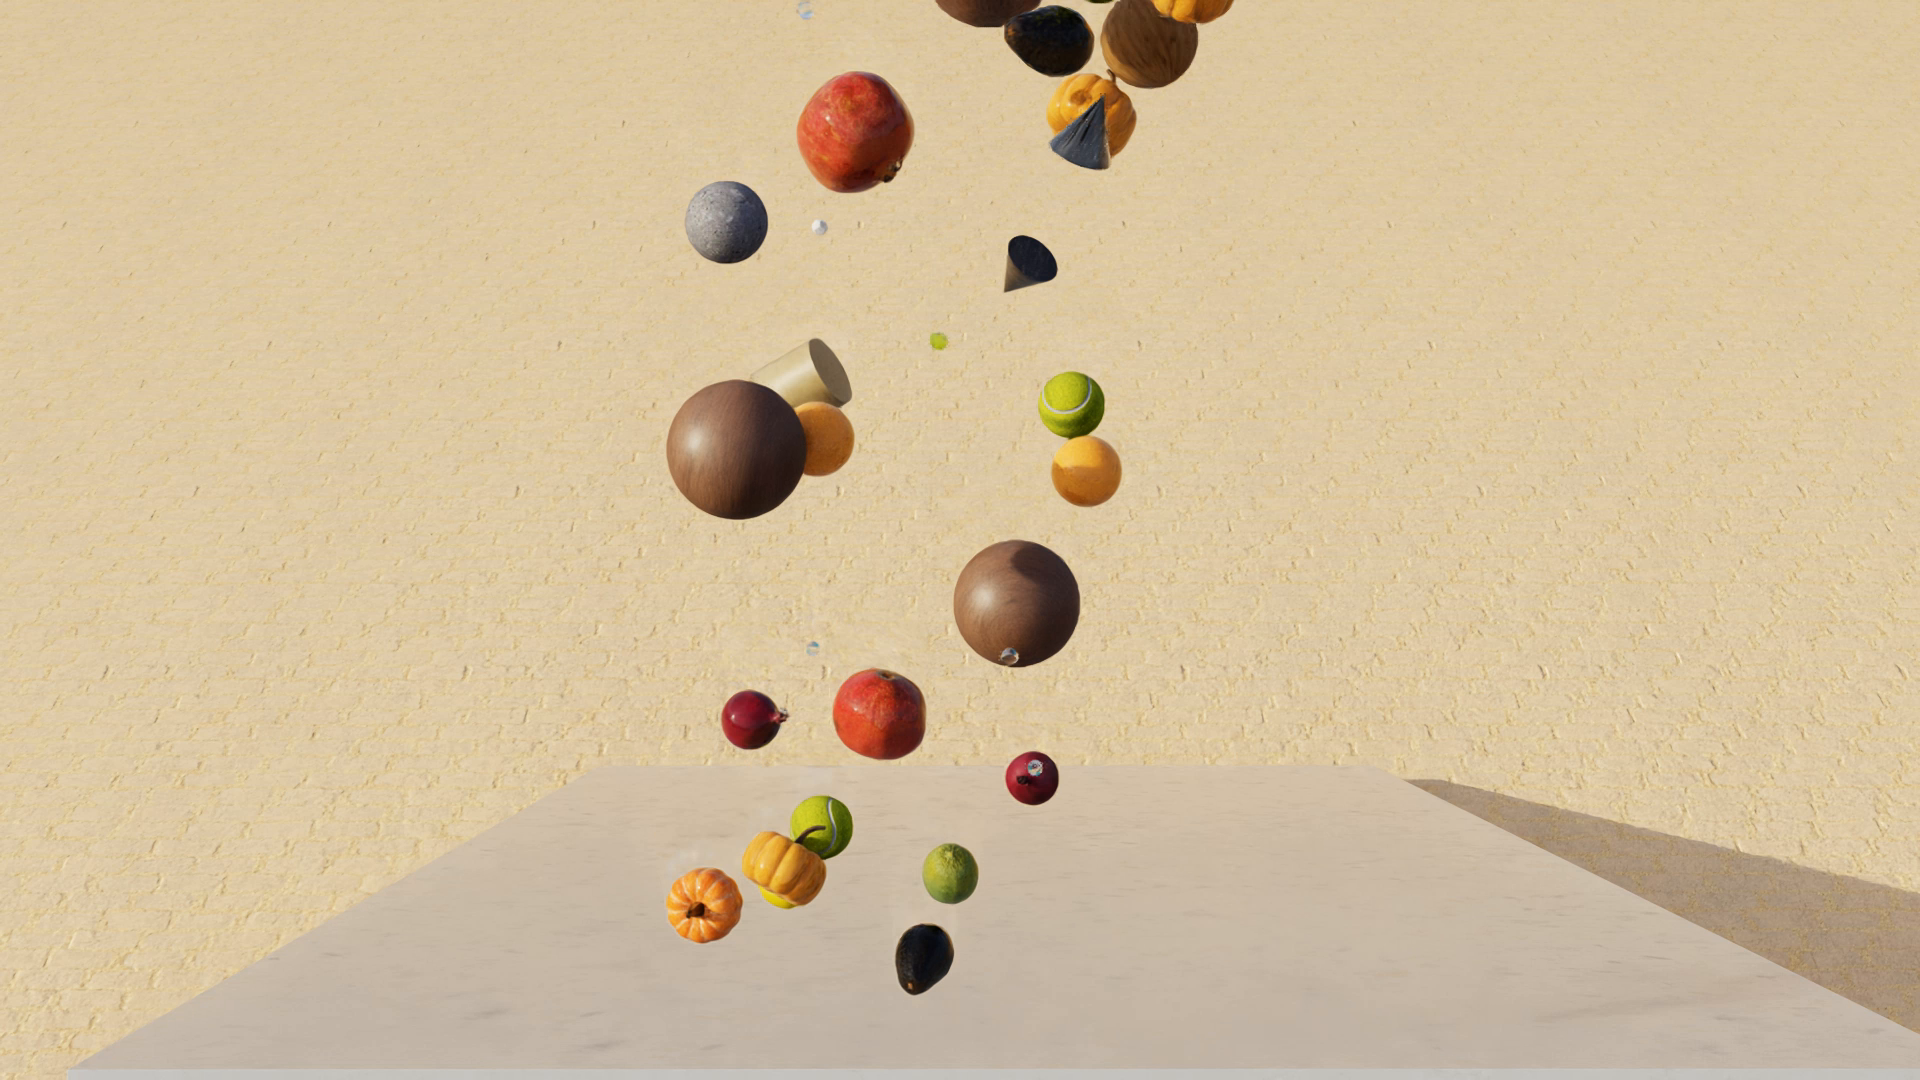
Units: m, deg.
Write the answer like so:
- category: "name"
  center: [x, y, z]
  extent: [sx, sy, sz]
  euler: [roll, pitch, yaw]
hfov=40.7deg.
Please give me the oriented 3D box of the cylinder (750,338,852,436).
- category: "cylinder"
  center: [-0.162, -0.155, 2.630]
  extent: [0.074, 0.074, 0.074]
  euler: [-28, 25, 20]

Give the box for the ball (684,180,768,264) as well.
- category: "ball"
  center: [-0.206, -0.281, 2.286]
  extent: [0.073, 0.073, 0.073]
  euler: [0, 31, 0]

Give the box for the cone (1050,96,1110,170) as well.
- category: "cone"
  center: [0.128, -0.405, 2.522]
  extent: [0.065, 0.065, 0.065]
  euler: [17, 30, -10]

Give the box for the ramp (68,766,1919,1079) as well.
- category: "ramp"
  center: [0.070, 0.617, 4.695]
  extent: [2.000, 0.100, 4.000]
  euler: [0, 0, 0]

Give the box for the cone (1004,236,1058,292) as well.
- category: "cone"
  center: [0.061, -0.279, 2.737]
  extent: [0.061, 0.061, 0.061]
  euler: [19, 48, -23]

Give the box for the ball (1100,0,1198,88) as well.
- category: "ball"
  center: [0.190, -0.503, 2.603]
  extent: [0.098, 0.098, 0.098]
  euler: [0, 31, 0]
